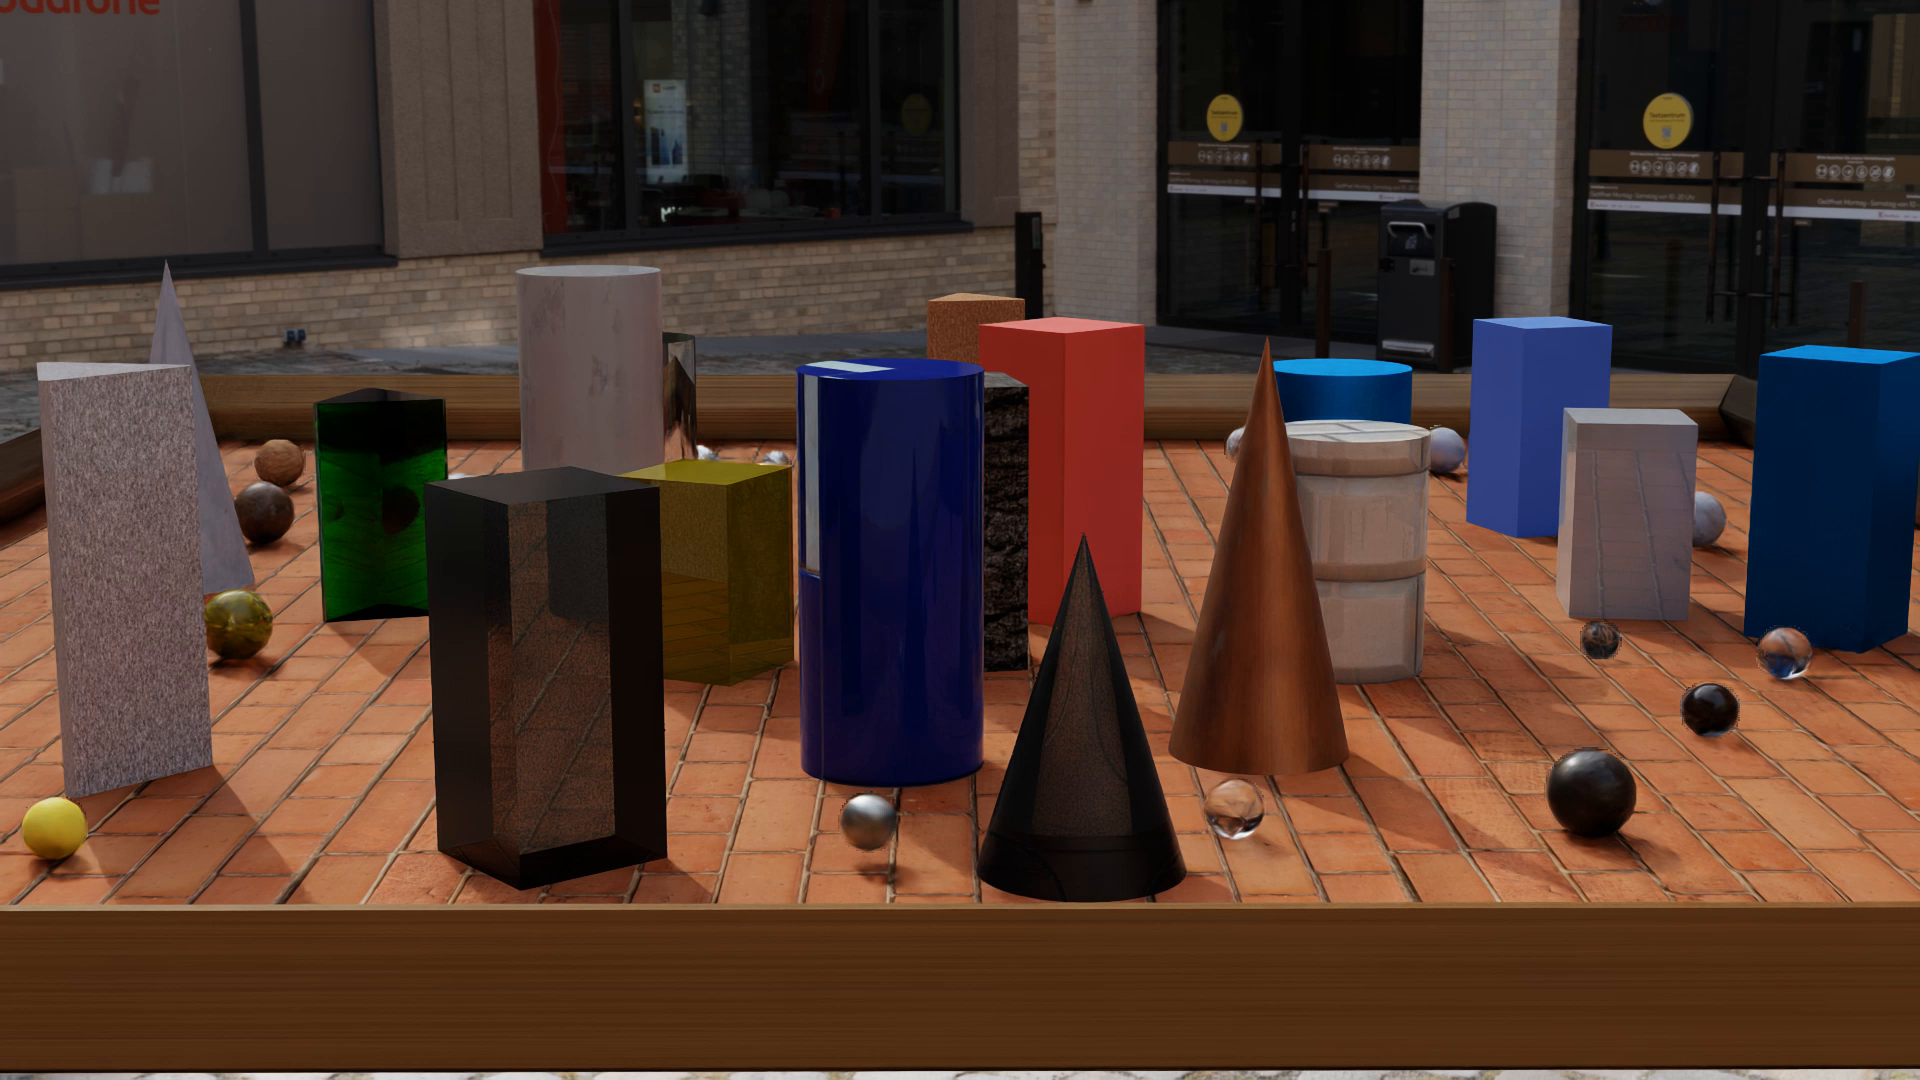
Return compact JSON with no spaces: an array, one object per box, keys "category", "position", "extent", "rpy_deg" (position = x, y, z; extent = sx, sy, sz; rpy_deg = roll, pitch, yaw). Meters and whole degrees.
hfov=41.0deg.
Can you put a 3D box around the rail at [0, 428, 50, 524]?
[{"category":"rail","position":[-1.508,0.034,3.441],"extent":[0.045,0.126,3.219],"rpy_deg":[0,11,0]}]

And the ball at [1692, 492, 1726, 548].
[{"category":"ball","position":[1.123,-0.032,3.909],"extent":[0.085,0.085,0.085],"rpy_deg":[0,11,0]}]

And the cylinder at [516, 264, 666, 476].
[{"category":"cylinder","position":[-0.499,-0.140,3.488],"extent":[0.194,0.452,0.194],"rpy_deg":[0,11,0]}]

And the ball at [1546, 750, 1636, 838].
[{"category":"ball","position":[0.601,0.242,2.443],"extent":[0.084,0.084,0.084],"rpy_deg":[0,11,0]}]

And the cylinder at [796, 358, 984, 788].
[{"category":"cylinder","position":[-0.072,0.030,2.669],"extent":[0.194,0.418,0.194],"rpy_deg":[0,11,0]}]

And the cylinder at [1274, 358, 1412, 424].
[{"category":"cylinder","position":[0.493,-0.061,3.381],"extent":[0.194,0.336,0.194],"rpy_deg":[0,11,0]}]

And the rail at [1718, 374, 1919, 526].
[{"category":"rail","position":[1.508,0.031,3.458],"extent":[0.045,0.126,3.219],"rpy_deg":[0,11,0]}]

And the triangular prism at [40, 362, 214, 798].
[{"category":"triangular prism","position":[-0.896,0.032,2.647],"extent":[0.145,0.422,0.168],"rpy_deg":[9,14,39]}]

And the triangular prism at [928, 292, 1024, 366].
[{"category":"triangular prism","position":[0.015,-0.261,4.483],"extent":[0.168,0.328,0.145],"rpy_deg":[-2,11,-10]}]

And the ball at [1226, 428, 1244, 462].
[{"category":"ball","position":[0.523,-0.172,4.708],"extent":[0.069,0.069,0.069],"rpy_deg":[0,11,0]}]

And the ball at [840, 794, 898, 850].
[{"category":"ball","position":[-0.084,0.260,2.364],"extent":[0.052,0.052,0.052],"rpy_deg":[0,11,0]}]

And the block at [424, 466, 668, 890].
[{"category":"block","position":[-0.381,0.121,2.363],"extent":[0.155,0.349,0.155],"rpy_deg":[-8,13,-38]}]

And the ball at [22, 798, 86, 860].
[{"category":"ball","position":[-0.839,0.267,2.377],"extent":[0.057,0.057,0.057],"rpy_deg":[0,11,0]}]

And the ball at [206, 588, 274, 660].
[{"category":"ball","position":[-0.894,0.104,3.170],"extent":[0.088,0.088,0.088],"rpy_deg":[0,11,0]}]

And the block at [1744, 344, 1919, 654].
[{"category":"block","position":[1.119,-0.057,3.284],"extent":[0.155,0.363,0.155],"rpy_deg":[9,14,39]}]

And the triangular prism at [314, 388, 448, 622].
[{"category":"triangular prism","position":[-0.782,-0.052,3.456],"extent":[0.168,0.291,0.145],"rpy_deg":[-3,11,-18]}]

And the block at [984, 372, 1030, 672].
[{"category":"block","position":[-0.009,-0.023,3.149],"extent":[0.155,0.347,0.155],"rpy_deg":[-2,11,-11]}]

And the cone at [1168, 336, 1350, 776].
[{"category":"cone","position":[0.320,0.006,2.714],"extent":[0.194,0.449,0.194],"rpy_deg":[0,11,0]}]

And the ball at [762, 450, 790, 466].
[{"category":"ball","position":[-0.327,-0.133,4.551],"extent":[0.050,0.050,0.050],"rpy_deg":[0,11,0]}]

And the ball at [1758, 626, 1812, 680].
[{"category":"ball","position":[0.988,0.135,3.073],"extent":[0.062,0.062,0.062],"rpy_deg":[0,11,0]}]

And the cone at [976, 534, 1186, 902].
[{"category":"cone","position":[0.111,0.147,2.323],"extent":[0.194,0.314,0.194],"rpy_deg":[0,11,0]}]

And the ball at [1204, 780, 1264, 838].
[{"category":"ball","position":[0.261,0.256,2.440],"extent":[0.057,0.057,0.057],"rpy_deg":[0,11,0]}]

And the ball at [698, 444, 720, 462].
[{"category":"ball","position":[-0.447,-0.114,4.329],"extent":[0.094,0.094,0.094],"rpy_deg":[0,11,0]}]

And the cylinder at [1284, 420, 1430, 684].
[{"category":"cylinder","position":[0.469,0.011,3.116],"extent":[0.194,0.291,0.194],"rpy_deg":[0,11,0]}]

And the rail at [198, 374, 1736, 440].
[{"category":"rail","position":[-0.009,-0.257,5.008],"extent":[3.063,0.126,0.045],"rpy_deg":[0,11,0]}]

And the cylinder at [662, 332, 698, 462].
[{"category":"cylinder","position":[-0.481,-0.128,3.747],"extent":[0.194,0.335,0.194],"rpy_deg":[0,11,0]}]

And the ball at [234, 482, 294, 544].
[{"category":"ball","position":[-1.071,-0.042,3.945],"extent":[0.094,0.094,0.094],"rpy_deg":[0,11,0]}]

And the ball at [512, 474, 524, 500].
[{"category":"ball","position":[-0.736,-0.091,4.341],"extent":[0.045,0.045,0.045],"rpy_deg":[0,11,0]}]

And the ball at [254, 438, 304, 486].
[{"category":"ball","position":[-1.184,-0.134,4.466],"extent":[0.084,0.084,0.084],"rpy_deg":[0,11,0]}]

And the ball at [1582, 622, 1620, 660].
[{"category":"ball","position":[0.792,0.125,3.173],"extent":[0.046,0.046,0.046],"rpy_deg":[0,11,0]}]

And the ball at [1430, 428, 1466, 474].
[{"category":"ball","position":[0.866,-0.160,4.607],"extent":[0.083,0.083,0.083],"rpy_deg":[0,11,0]}]

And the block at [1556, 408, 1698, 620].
[{"category":"block","position":[0.896,-0.037,3.459],"extent":[0.155,0.261,0.155],"rpy_deg":[1,11,6]}]

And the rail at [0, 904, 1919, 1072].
[{"category":"rail","position":[0.009,0.322,1.890],"extent":[3.063,0.126,0.045],"rpy_deg":[0,11,0]}]

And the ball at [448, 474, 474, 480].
[{"category":"ball","position":[-0.781,-0.055,4.003],"extent":[0.097,0.097,0.097],"rpy_deg":[0,11,0]}]

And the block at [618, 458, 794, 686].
[{"category":"block","position":[-0.308,0.036,3.118],"extent":[0.155,0.242,0.155],"rpy_deg":[5,12,25]}]

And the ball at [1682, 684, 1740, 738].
[{"category":"ball","position":[0.821,0.187,2.805],"extent":[0.060,0.060,0.060],"rpy_deg":[0,11,0]}]

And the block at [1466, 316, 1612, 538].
[{"category":"block","position":[0.913,-0.181,4.054],"extent":[0.155,0.326,0.155],"rpy_deg":[-4,11,-19]}]

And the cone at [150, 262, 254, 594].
[{"category":"cone","position":[-1.102,-0.165,3.601],"extent":[0.194,0.460,0.194],"rpy_deg":[0,11,0]}]

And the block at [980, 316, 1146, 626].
[{"category":"block","position":[0.135,-0.094,3.423],"extent":[0.155,0.386,0.155],"rpy_deg":[10,15,44]}]

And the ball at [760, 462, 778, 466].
[{"category":"ball","position":[-0.330,-0.108,4.405],"extent":[0.054,0.054,0.054],"rpy_deg":[0,11,0]}]
